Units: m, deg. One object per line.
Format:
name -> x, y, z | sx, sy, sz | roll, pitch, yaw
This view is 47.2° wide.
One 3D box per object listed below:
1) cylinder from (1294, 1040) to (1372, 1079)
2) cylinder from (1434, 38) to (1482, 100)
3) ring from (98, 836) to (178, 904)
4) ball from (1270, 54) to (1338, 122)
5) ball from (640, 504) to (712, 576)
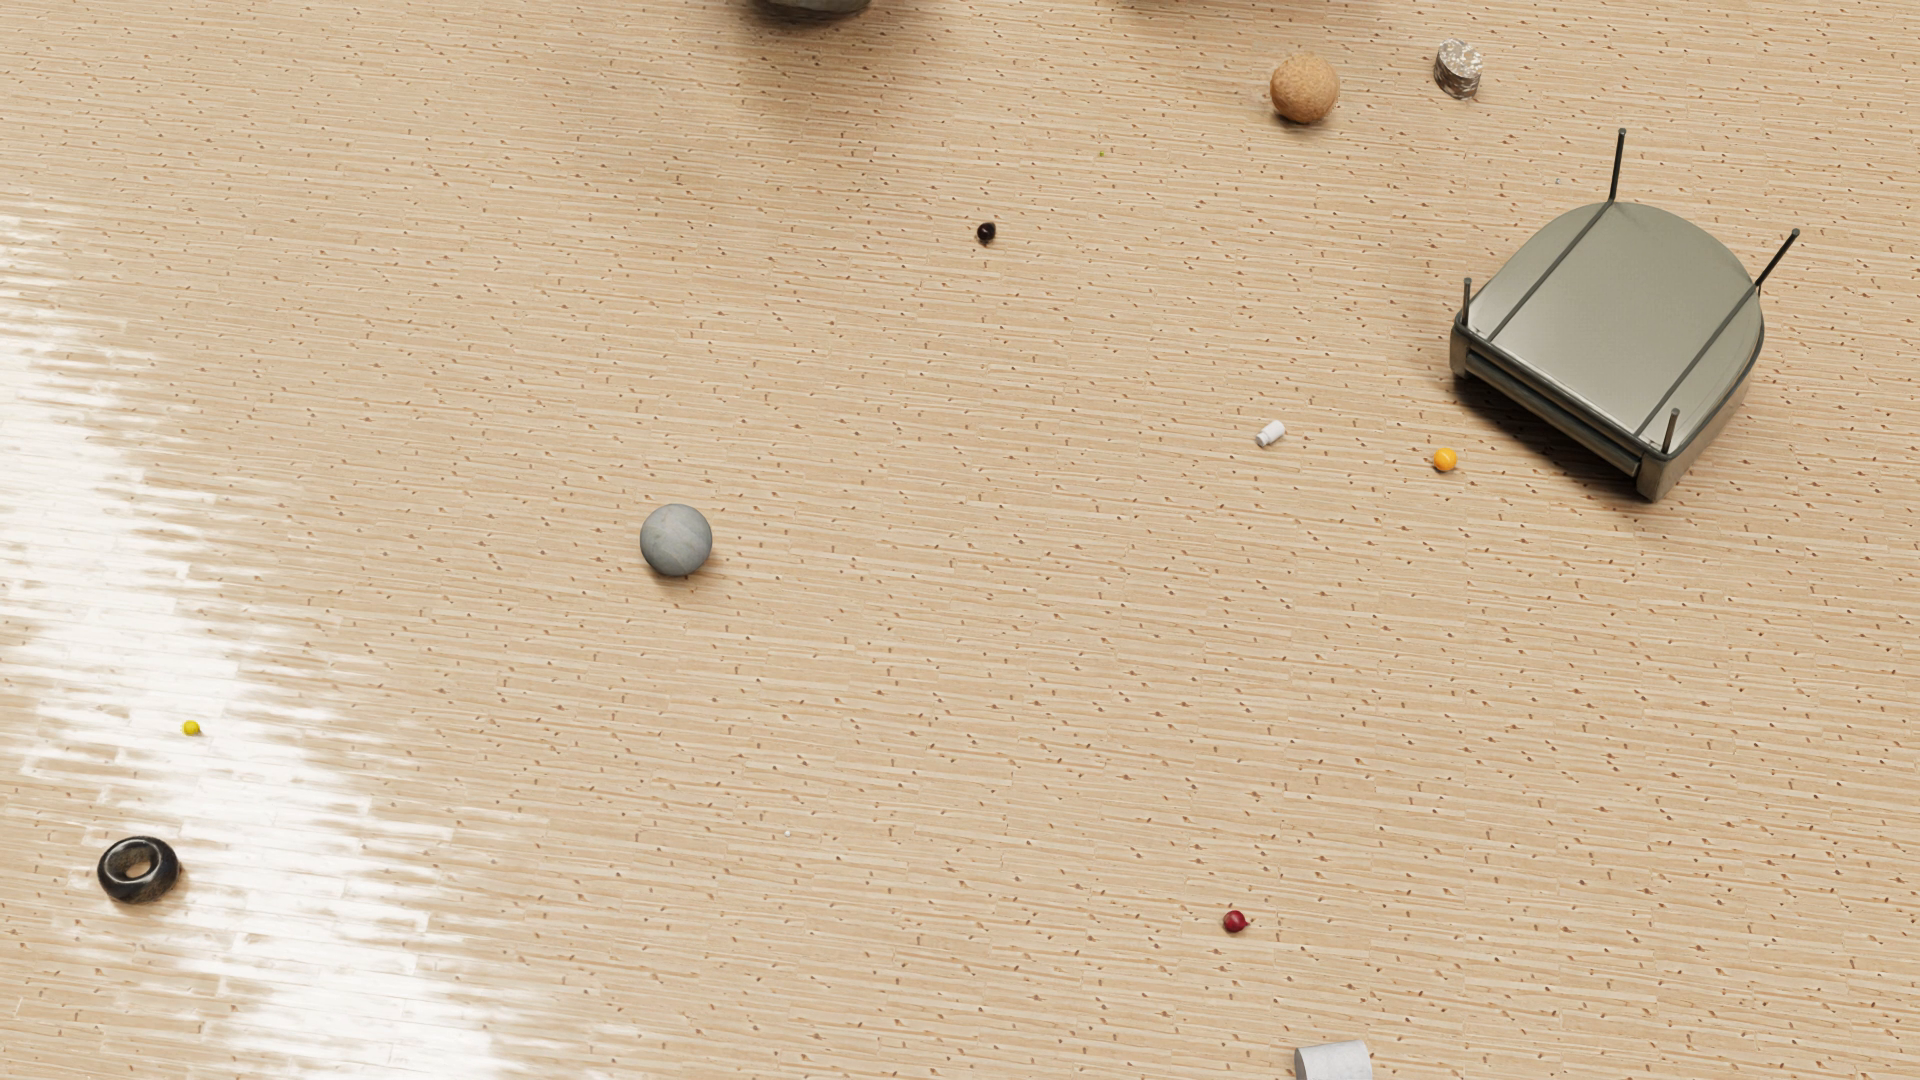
cylinder -> 0.948, 1.348, 5.588 | 0.166, 0.136, 0.136 | -7, 28, -5
cylinder -> 1.722, -1.628, 7.604 | 0.135, 0.105, 0.201 | -16, 58, -11
ring -> -2.211, 0.886, 5.917 | 0.212, 0.105, 0.183 | -5, 58, -5
ball -> 1.167, -1.535, 7.467 | 0.228, 0.228, 0.228 | 0, 56, 0
ball -> -0.832, -0.001, 6.446 | 0.213, 0.213, 0.213 | 0, 56, 0
